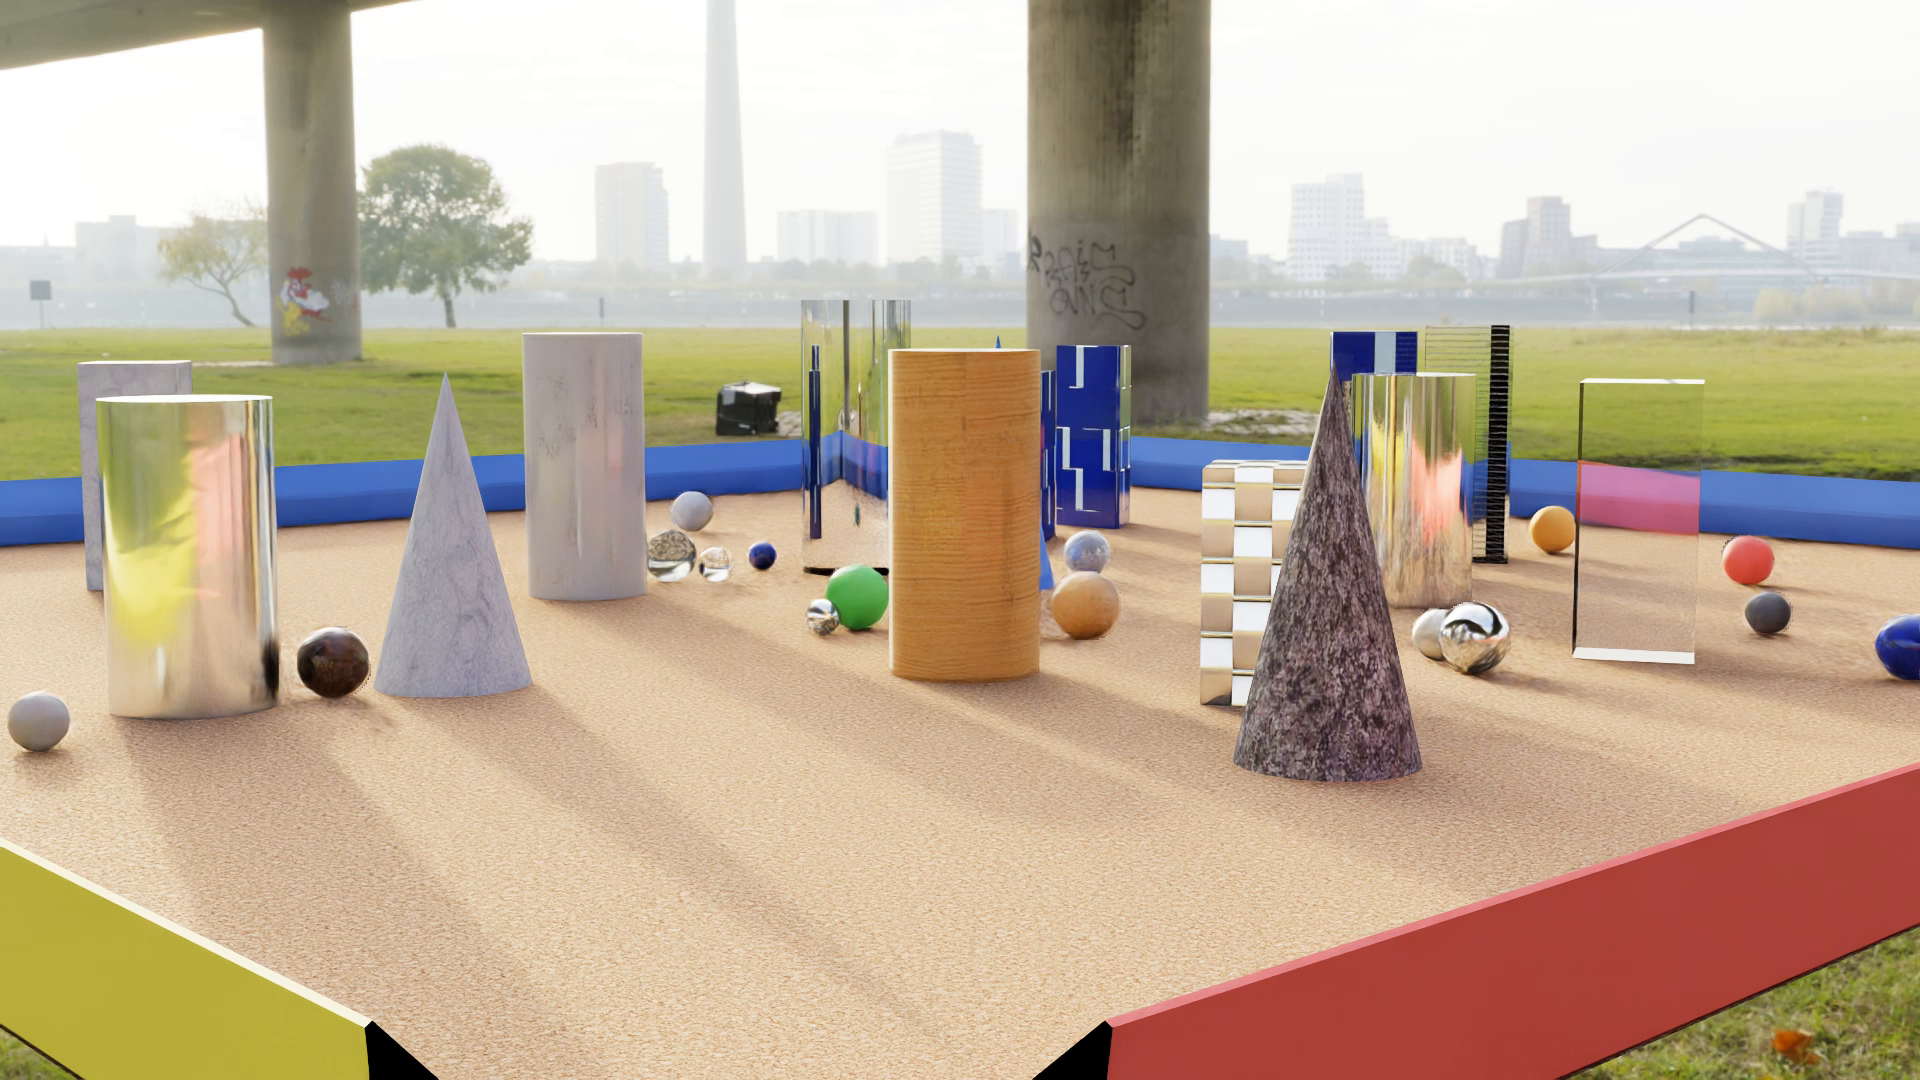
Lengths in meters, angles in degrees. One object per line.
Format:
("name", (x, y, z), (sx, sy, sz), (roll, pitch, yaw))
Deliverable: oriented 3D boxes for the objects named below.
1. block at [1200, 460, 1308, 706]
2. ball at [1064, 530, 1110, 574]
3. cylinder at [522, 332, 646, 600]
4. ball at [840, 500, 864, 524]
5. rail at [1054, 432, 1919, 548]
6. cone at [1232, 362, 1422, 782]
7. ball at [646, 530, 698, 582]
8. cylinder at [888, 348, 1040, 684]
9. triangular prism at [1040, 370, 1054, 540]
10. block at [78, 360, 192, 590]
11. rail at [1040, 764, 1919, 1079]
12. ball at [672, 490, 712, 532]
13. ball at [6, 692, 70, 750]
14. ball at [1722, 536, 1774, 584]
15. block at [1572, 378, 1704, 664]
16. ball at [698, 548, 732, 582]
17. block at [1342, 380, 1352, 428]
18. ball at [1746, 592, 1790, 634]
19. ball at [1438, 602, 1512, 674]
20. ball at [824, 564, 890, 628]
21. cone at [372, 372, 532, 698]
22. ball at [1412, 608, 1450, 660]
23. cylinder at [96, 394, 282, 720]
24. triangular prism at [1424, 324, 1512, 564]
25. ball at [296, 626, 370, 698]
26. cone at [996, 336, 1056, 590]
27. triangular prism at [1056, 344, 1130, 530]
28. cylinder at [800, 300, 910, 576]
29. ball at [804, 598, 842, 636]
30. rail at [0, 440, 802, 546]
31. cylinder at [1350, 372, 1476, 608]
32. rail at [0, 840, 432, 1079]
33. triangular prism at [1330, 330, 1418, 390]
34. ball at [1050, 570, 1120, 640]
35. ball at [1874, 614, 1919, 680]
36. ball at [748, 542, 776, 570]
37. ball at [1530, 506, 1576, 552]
("block", (0.356, 0.047, 2.504), (0.147, 0.265, 0.147), (1, 6, 12))
("ball", (0.209, 0.023, 3.619), (0.077, 0.077, 0.077), (0, 6, 0))
("cylinder", (-0.580, -0.118, 3.403), (0.184, 0.403, 0.184), (0, 6, 0))
("ball", (-0.222, -0.057, 4.503), (0.049, 0.049, 0.049), (0, 6, 0))
("rail", (1.295, -0.095, 4.520), (0.045, 0.119, 3.533), (-6, 8, -42))
("cone", (0.360, 0.021, 2.135), (0.184, 0.394, 0.184), (0, 6, 0))
("ball", (-0.468, 0.025, 3.556), (0.086, 0.086, 0.086), (0, 6, 0))
("cylinder", (0.005, -0.034, 2.671), (0.184, 0.392, 0.184), (0, 6, 0))
("triangular prism", (0.137, -0.163, 4.217), (0.159, 0.321, 0.138), (5, 8, 40))
("block", (-1.314, -0.107, 3.525), (0.147, 0.355, 0.147), (-1, 6, -10))
("rail", (1.182, 0.167, 2.059), (3.571, 0.119, 0.045), (-6, 8, -42))
("ball", (-0.530, -0.057, 4.352), (0.081, 0.081, 0.081), (0, 6, 0))
("ball", (-0.926, 0.182, 2.208), (0.059, 0.059, 0.059), (0, 6, 0))
("ball", (1.262, 0.032, 3.520), (0.079, 0.079, 0.079), (0, 6, 0))
("block", (0.870, -0.029, 2.819), (0.147, 0.349, 0.147), (2, 6, 19))
("ball", (-0.397, 0.040, 3.562), (0.055, 0.055, 0.055), (0, 6, 0))
("block", (0.734, -0.103, 3.652), (0.147, 0.320, 0.147), (-2, 6, -21))
("ball", (1.098, 0.099, 2.989), (0.058, 0.058, 0.058), (0, 6, 0))
("ball", (0.626, 0.119, 2.674), (0.086, 0.086, 0.086), (0, 6, 0))
("ball", (-0.143, 0.078, 3.041), (0.089, 0.089, 0.089), (0, 6, 0))
("cone", (-0.599, -0.014, 2.581), (0.184, 0.371, 0.184), (0, 6, 0))
("ball", (0.604, 0.119, 2.767), (0.066, 0.066, 0.066), (0, 6, 0))
("cylinder", (-0.854, 0.014, 2.442), (0.184, 0.343, 0.184), (0, 6, 0))
("triangular prism", (0.920, -0.173, 3.882), (0.159, 0.412, 0.138), (4, 7, 36))
("ball", (-0.715, 0.139, 2.507), (0.081, 0.081, 0.081), (0, 6, 0))
("cone", (0.060, -0.127, 3.494), (0.184, 0.402, 0.184), (0, 6, 0))
("triangular prism", (0.302, -0.214, 4.483), (0.159, 0.365, 0.138), (6, 8, 42))
("cylinder", (-0.174, -0.175, 3.696), (0.184, 0.454, 0.184), (0, 6, 0))
("ball", (-0.186, 0.104, 2.985), (0.049, 0.049, 0.049), (0, 6, 0))
("rail", (-1.182, -0.104, 4.606), (3.571, 0.119, 0.045), (-6, 8, -42))
("cylinder", (0.682, -0.079, 3.322), (0.184, 0.342, 0.184), (0, 6, 0))
("rail", (-1.295, 0.158, 2.144), (0.045, 0.119, 3.533), (-6, 8, -42))
("triangular prism", (0.777, -0.198, 4.185), (0.159, 0.397, 0.138), (0, 6, 4))
("ball", (0.168, 0.087, 2.947), (0.092, 0.092, 0.092), (0, 6, 0))
("ball", (1.135, 0.127, 2.624), (0.080, 0.080, 0.080), (0, 6, 0))
("ball", (-0.335, 0.026, 3.722), (0.049, 0.049, 0.049), (0, 6, 0))
("ball", (1.074, -0.019, 3.980), (0.084, 0.084, 0.084), (0, 6, 0))
